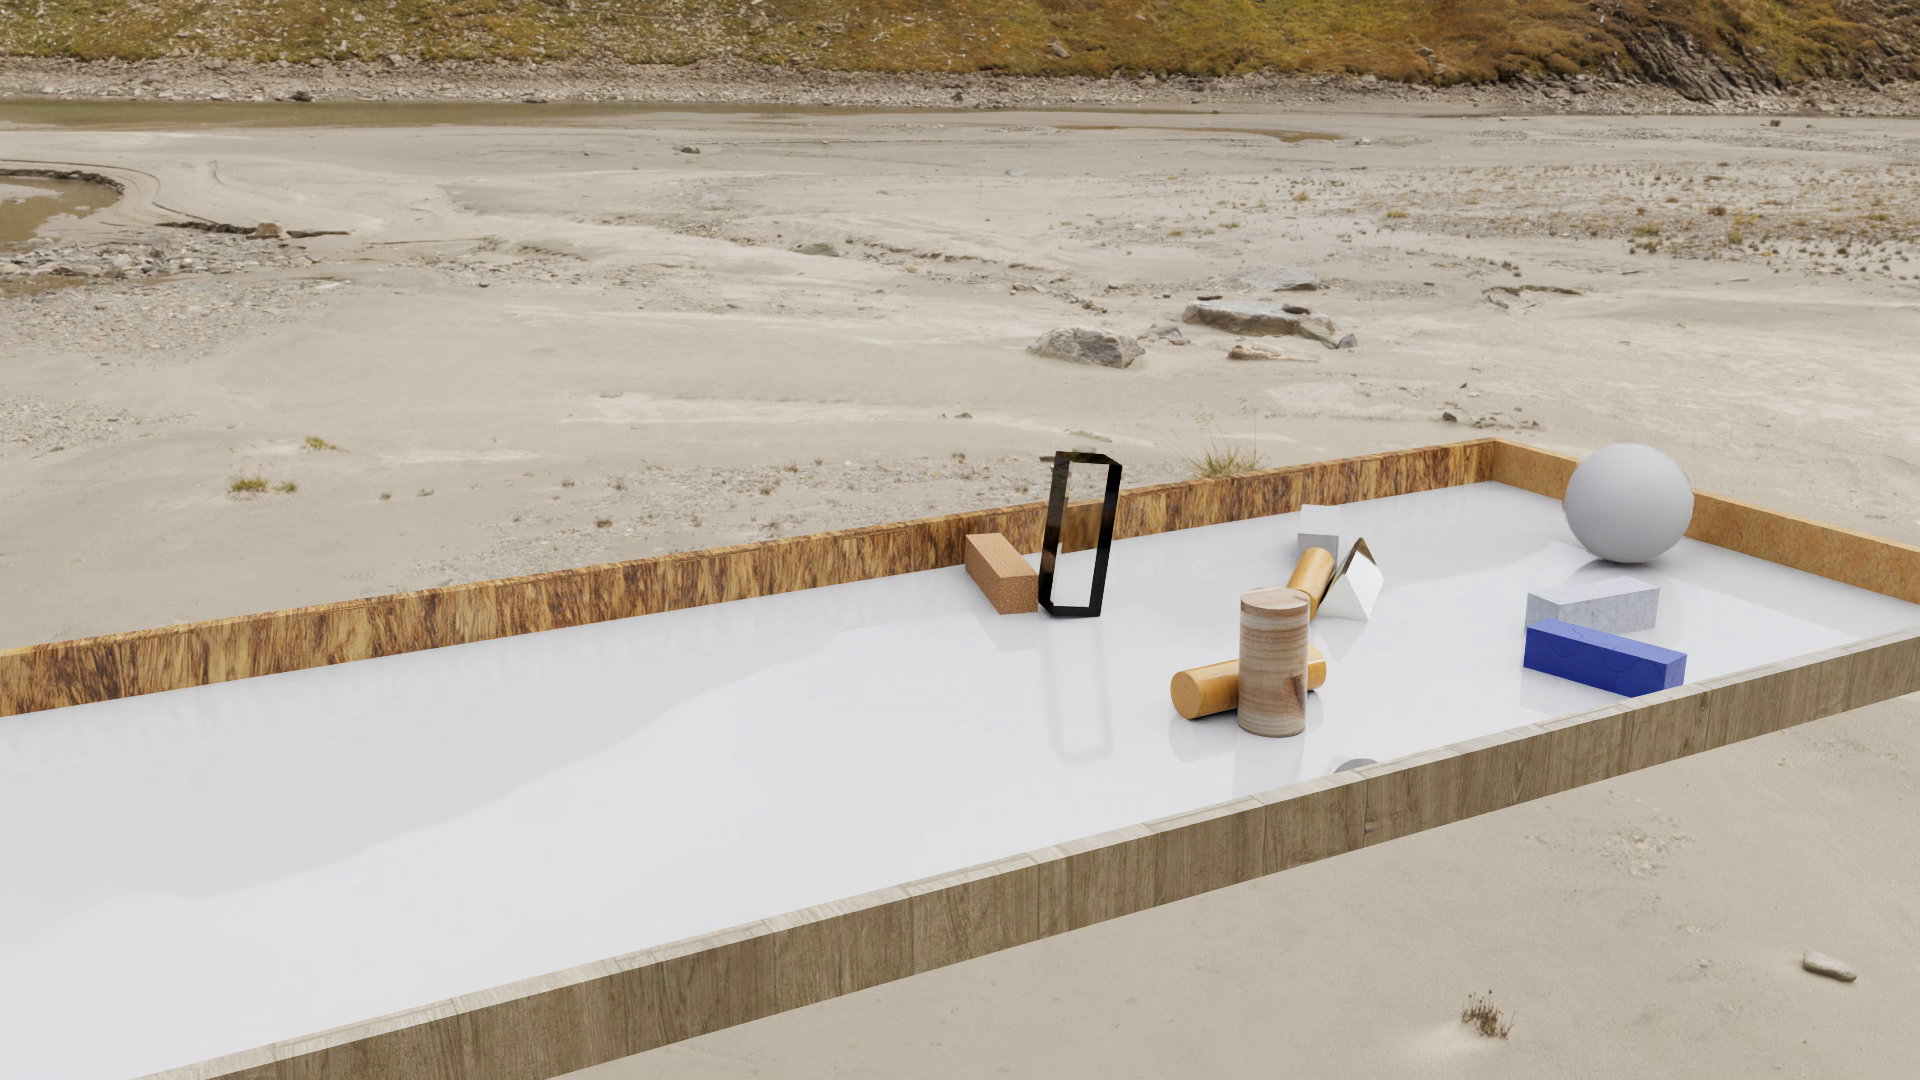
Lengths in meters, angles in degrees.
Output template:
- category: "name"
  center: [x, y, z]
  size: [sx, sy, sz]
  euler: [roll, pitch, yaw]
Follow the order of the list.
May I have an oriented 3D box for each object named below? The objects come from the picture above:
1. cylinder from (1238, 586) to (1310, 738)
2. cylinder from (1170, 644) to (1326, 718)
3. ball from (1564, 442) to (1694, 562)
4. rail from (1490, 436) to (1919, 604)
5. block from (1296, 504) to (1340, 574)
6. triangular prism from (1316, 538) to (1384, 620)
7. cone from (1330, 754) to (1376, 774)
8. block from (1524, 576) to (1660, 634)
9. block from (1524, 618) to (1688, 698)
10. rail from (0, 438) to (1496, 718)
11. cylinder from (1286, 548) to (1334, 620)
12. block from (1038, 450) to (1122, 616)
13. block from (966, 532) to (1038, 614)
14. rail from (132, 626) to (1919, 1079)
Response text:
- category: "cylinder"
  center: [0.728, 0.282, 3.832]
  size: [0.158, 0.313, 0.158]
  euler: [-2, 17, 0]
- category: "cylinder"
  center: [0.701, 0.340, 3.995]
  size: [0.389, 0.114, 0.114]
  euler: [-9, 19, -28]
- category: "ball"
  center: [2.063, -0.116, 5.093]
  size: [0.370, 0.370, 0.370]
  euler: [0, 16, 0]
- category: "rail"
  center: [2.466, -0.048, 5.253]
  size: [0.050, 0.150, 2.100]
  euler: [-9, 18, -27]
- category: "block"
  center: [1.121, -0.005, 5.156]
  size: [0.122, 0.122, 0.345]
  euler: [4, 17, 13]
- category: "triangular prism"
  center: [1.129, 0.104, 4.760]
  size: [0.149, 0.129, 0.386]
  euler: [6, 17, 19]
- category: "cone"
  center: [0.829, 0.498, 3.538]
  size: [0.141, 0.141, 0.355]
  euler: [1, 5, 3]
- category: "block"
  center: [1.723, 0.192, 4.496]
  size: [0.358, 0.117, 0.117]
  euler: [-7, 18, -23]
- category: "block"
  center: [1.612, 0.302, 4.135]
  size: [0.108, 0.108, 0.365]
  euler: [-14, 22, -40]
- category: "rail"
  center: [-3.305, 0.497, 3.399]
  size: [12.000, 0.150, 0.050]
  euler: [-9, 18, -27]
- category: "cylinder"
  center: [0.995, 0.129, 4.727]
  size: [0.106, 0.106, 0.424]
  euler: [5, 17, 18]
- category: "block"
  center: [0.330, -0.017, 4.613]
  size: [0.144, 0.436, 0.144]
  euler: [3, 15, -18]
- category: "block"
  center: [0.118, 0.094, 4.839]
  size: [0.110, 0.110, 0.436]
  euler: [-4, 17, -12]
- category: "rail"
  center: [-2.336, 1.006, 1.665]
  size: [12.000, 0.150, 0.050]
  euler: [-9, 18, -27]
